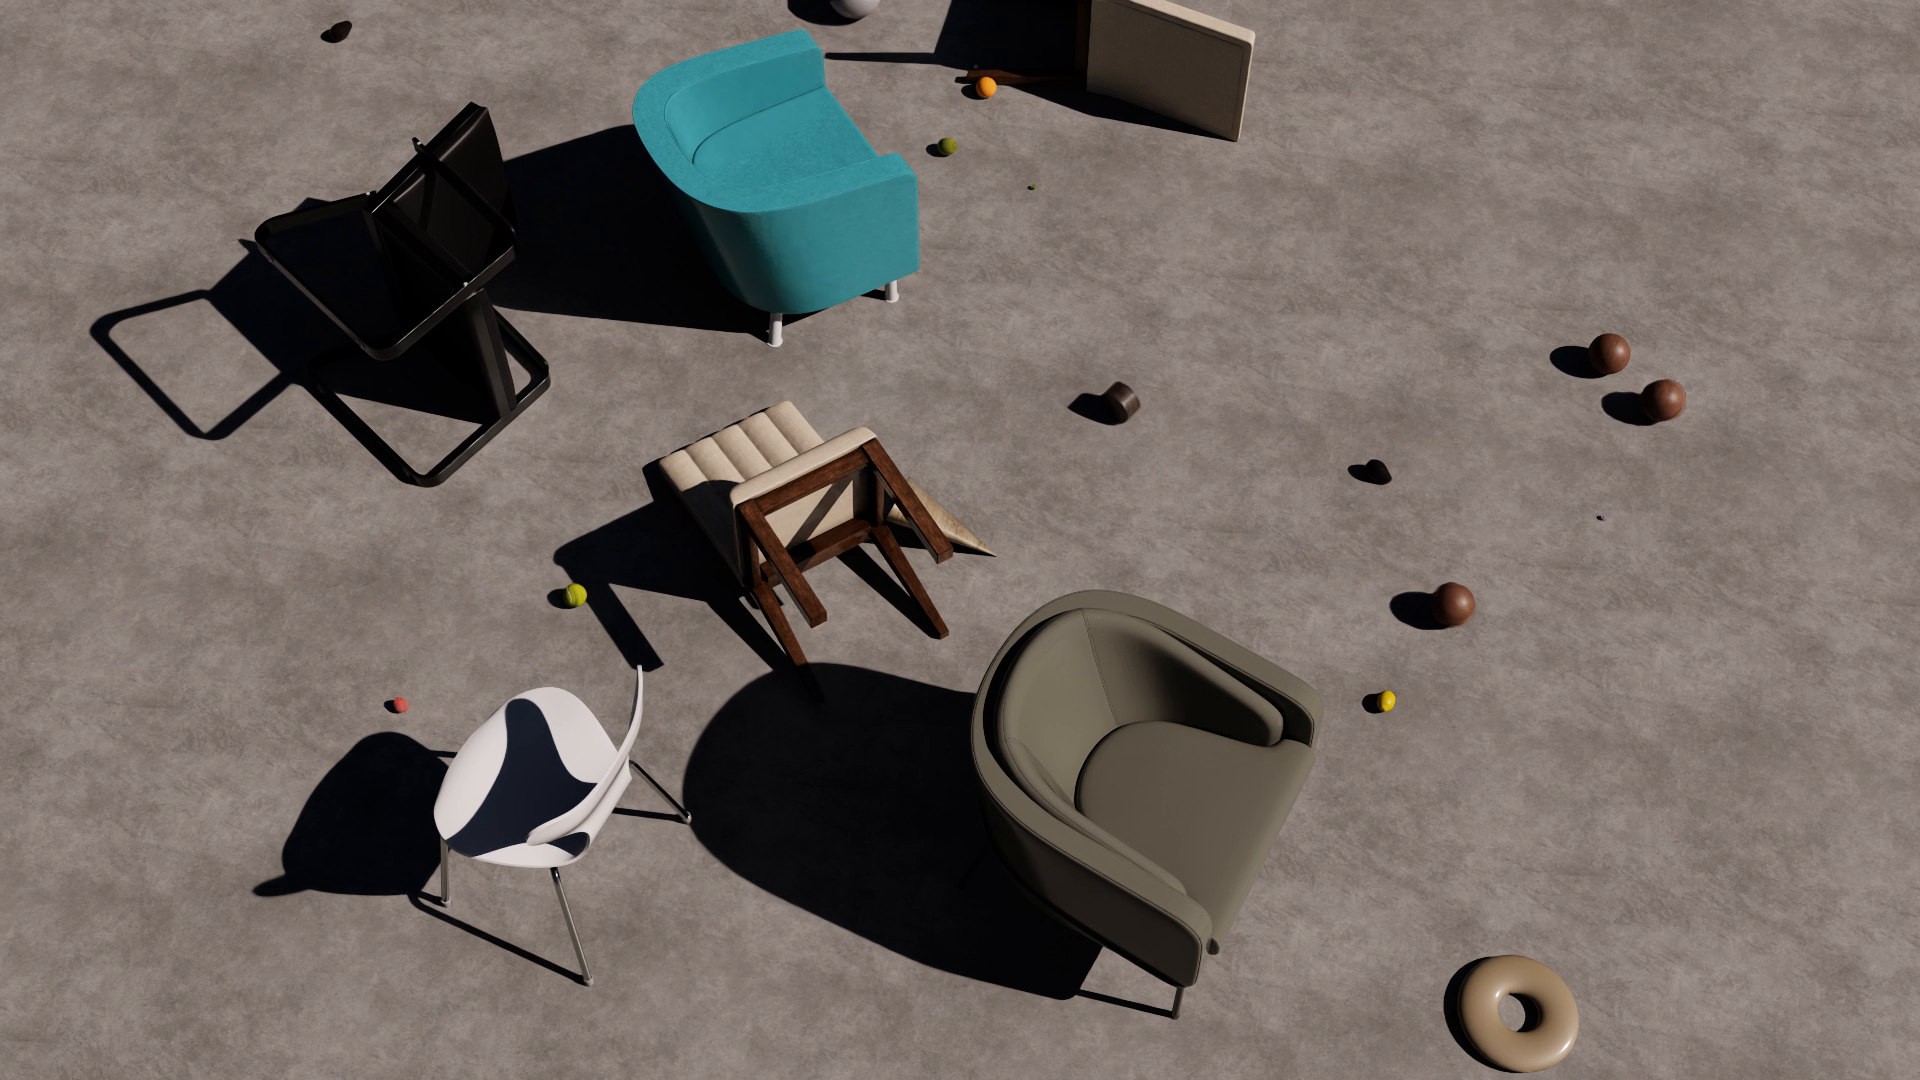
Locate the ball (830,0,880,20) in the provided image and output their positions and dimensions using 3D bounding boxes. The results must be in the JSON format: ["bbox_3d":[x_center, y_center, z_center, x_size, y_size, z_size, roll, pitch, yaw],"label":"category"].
[{"bbox_3d":[-0.373,-1.935,7.758,0.191,0.191,0.191,0,56,0],"label":"ball"}]

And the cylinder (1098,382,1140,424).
[{"bbox_3d":[0.493,-0.425,6.792,0.063,0.111,0.113,-44,98,-25],"label":"cylinder"}]

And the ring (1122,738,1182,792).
[{"bbox_3d":[0.536,0.627,6.120,0.176,0.057,0.156,39,65,24],"label":"ring"}]

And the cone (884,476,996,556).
[{"bbox_3d":[-0.035,-0.037,6.530,0.351,0.131,0.315,30,16,-3],"label":"cone"}]

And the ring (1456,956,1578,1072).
[{"bbox_3d":[1.452,1.230,5.722,0.315,0.045,0.322,-7,57,-5],"label":"ring"}]
